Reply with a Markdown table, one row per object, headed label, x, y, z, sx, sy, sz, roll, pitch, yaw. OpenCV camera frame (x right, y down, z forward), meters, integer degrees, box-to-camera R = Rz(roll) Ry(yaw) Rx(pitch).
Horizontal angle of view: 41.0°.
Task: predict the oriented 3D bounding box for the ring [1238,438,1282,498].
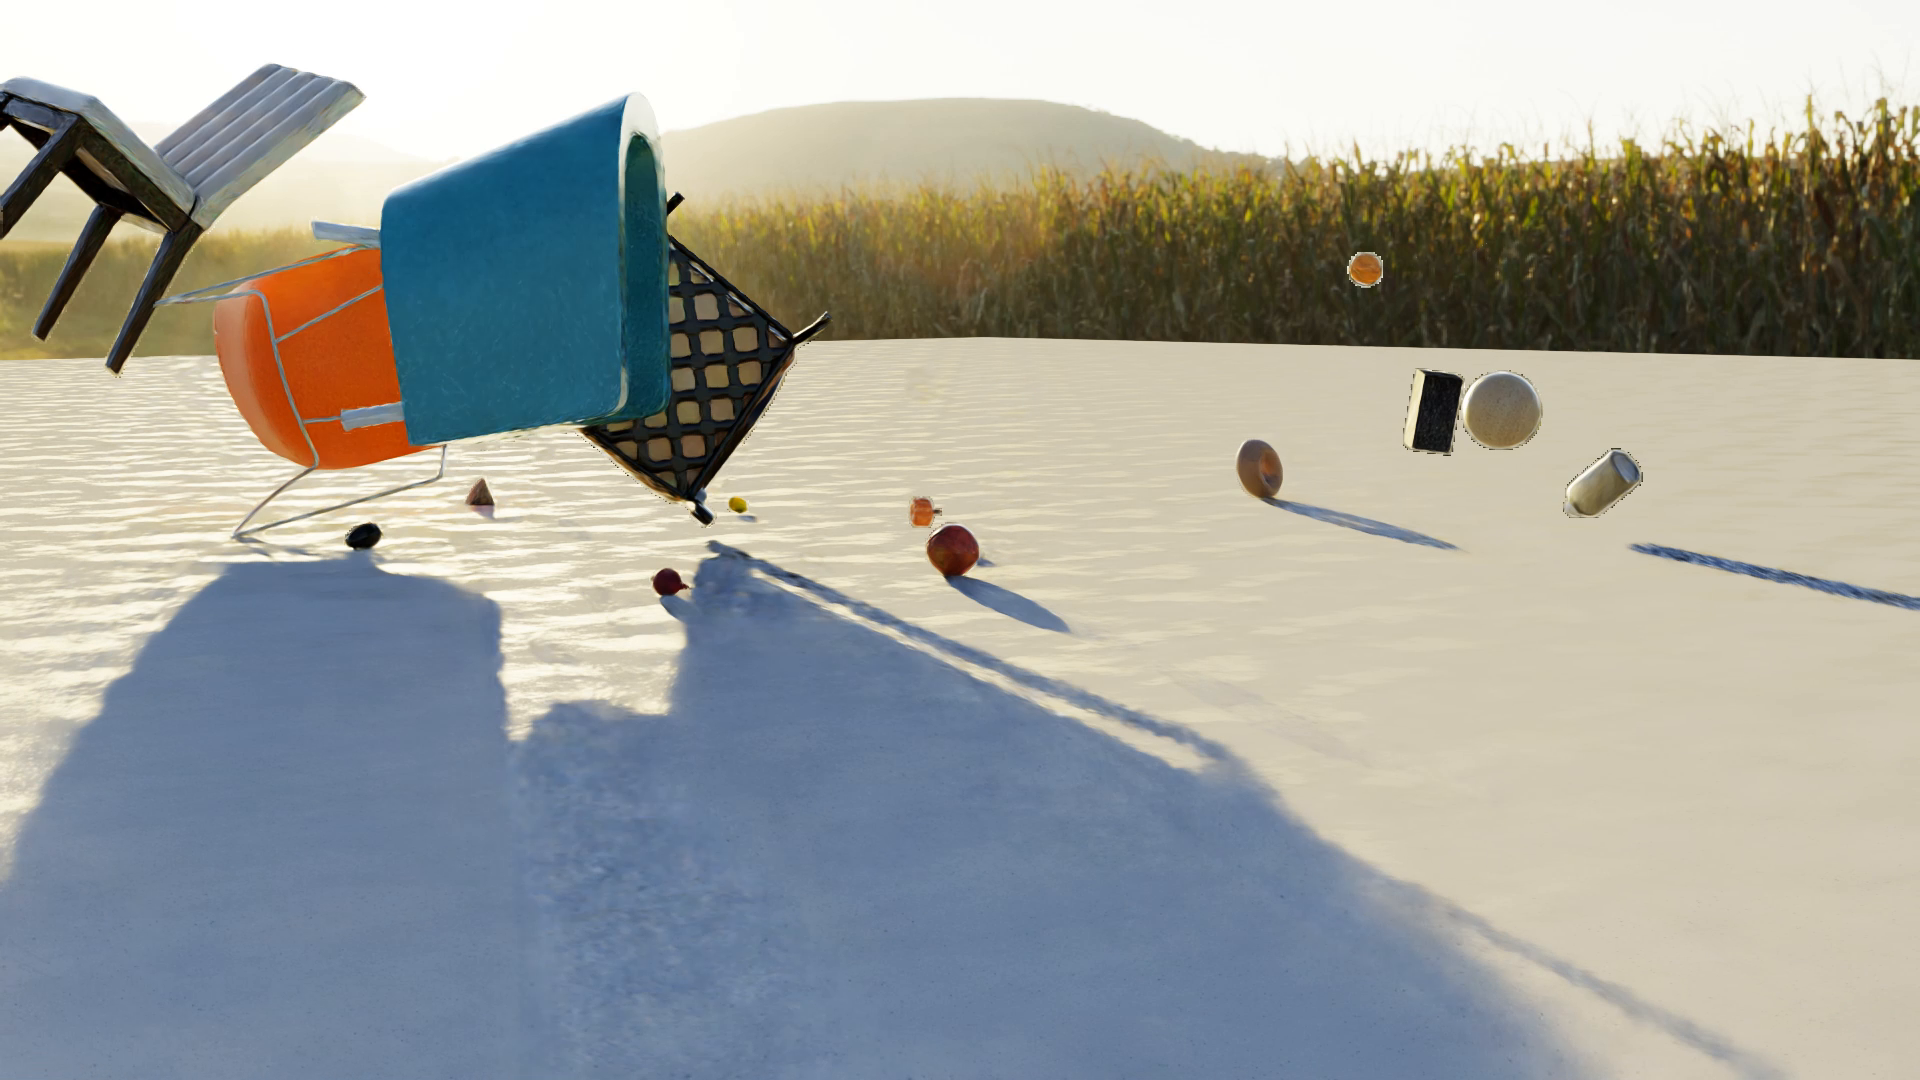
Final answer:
| label | x | y | z | sx | sy | sz | roll | pitch | yaw |
| --- | --- | --- | --- | --- | --- | --- | --- | --- | --- |
| ring | 0.887 | -0.210 | 7.589 | 0.082 | 0.199 | 0.140 | 6 | 43 | 43 |

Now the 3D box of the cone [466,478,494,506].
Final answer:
| label | x | y | z | sx | sy | sz | roll | pitch | yaw |
| --- | --- | --- | --- | --- | --- | --- | --- | --- | --- |
| cone | -1.366 | -0.119 | 7.381 | 0.071 | 0.097 | 0.079 | 34 | 20 | -22 |

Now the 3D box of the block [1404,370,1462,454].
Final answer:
| label | x | y | z | sx | sy | sz | roll | pitch | yaw |
| --- | --- | --- | --- | --- | --- | --- | --- | --- | --- |
| block | 1.377 | -0.375 | 7.469 | 0.113 | 0.218 | 0.100 | 7 | 12 | -5 |

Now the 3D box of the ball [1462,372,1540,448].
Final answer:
| label | x | y | z | sx | sy | sz | roll | pitch | yaw |
| --- | --- | --- | --- | --- | --- | --- | --- | --- | --- |
| ball | 1.351 | -0.324 | 6.398 | 0.189 | 0.189 | 0.189 | 0 | 6 | 0 |
